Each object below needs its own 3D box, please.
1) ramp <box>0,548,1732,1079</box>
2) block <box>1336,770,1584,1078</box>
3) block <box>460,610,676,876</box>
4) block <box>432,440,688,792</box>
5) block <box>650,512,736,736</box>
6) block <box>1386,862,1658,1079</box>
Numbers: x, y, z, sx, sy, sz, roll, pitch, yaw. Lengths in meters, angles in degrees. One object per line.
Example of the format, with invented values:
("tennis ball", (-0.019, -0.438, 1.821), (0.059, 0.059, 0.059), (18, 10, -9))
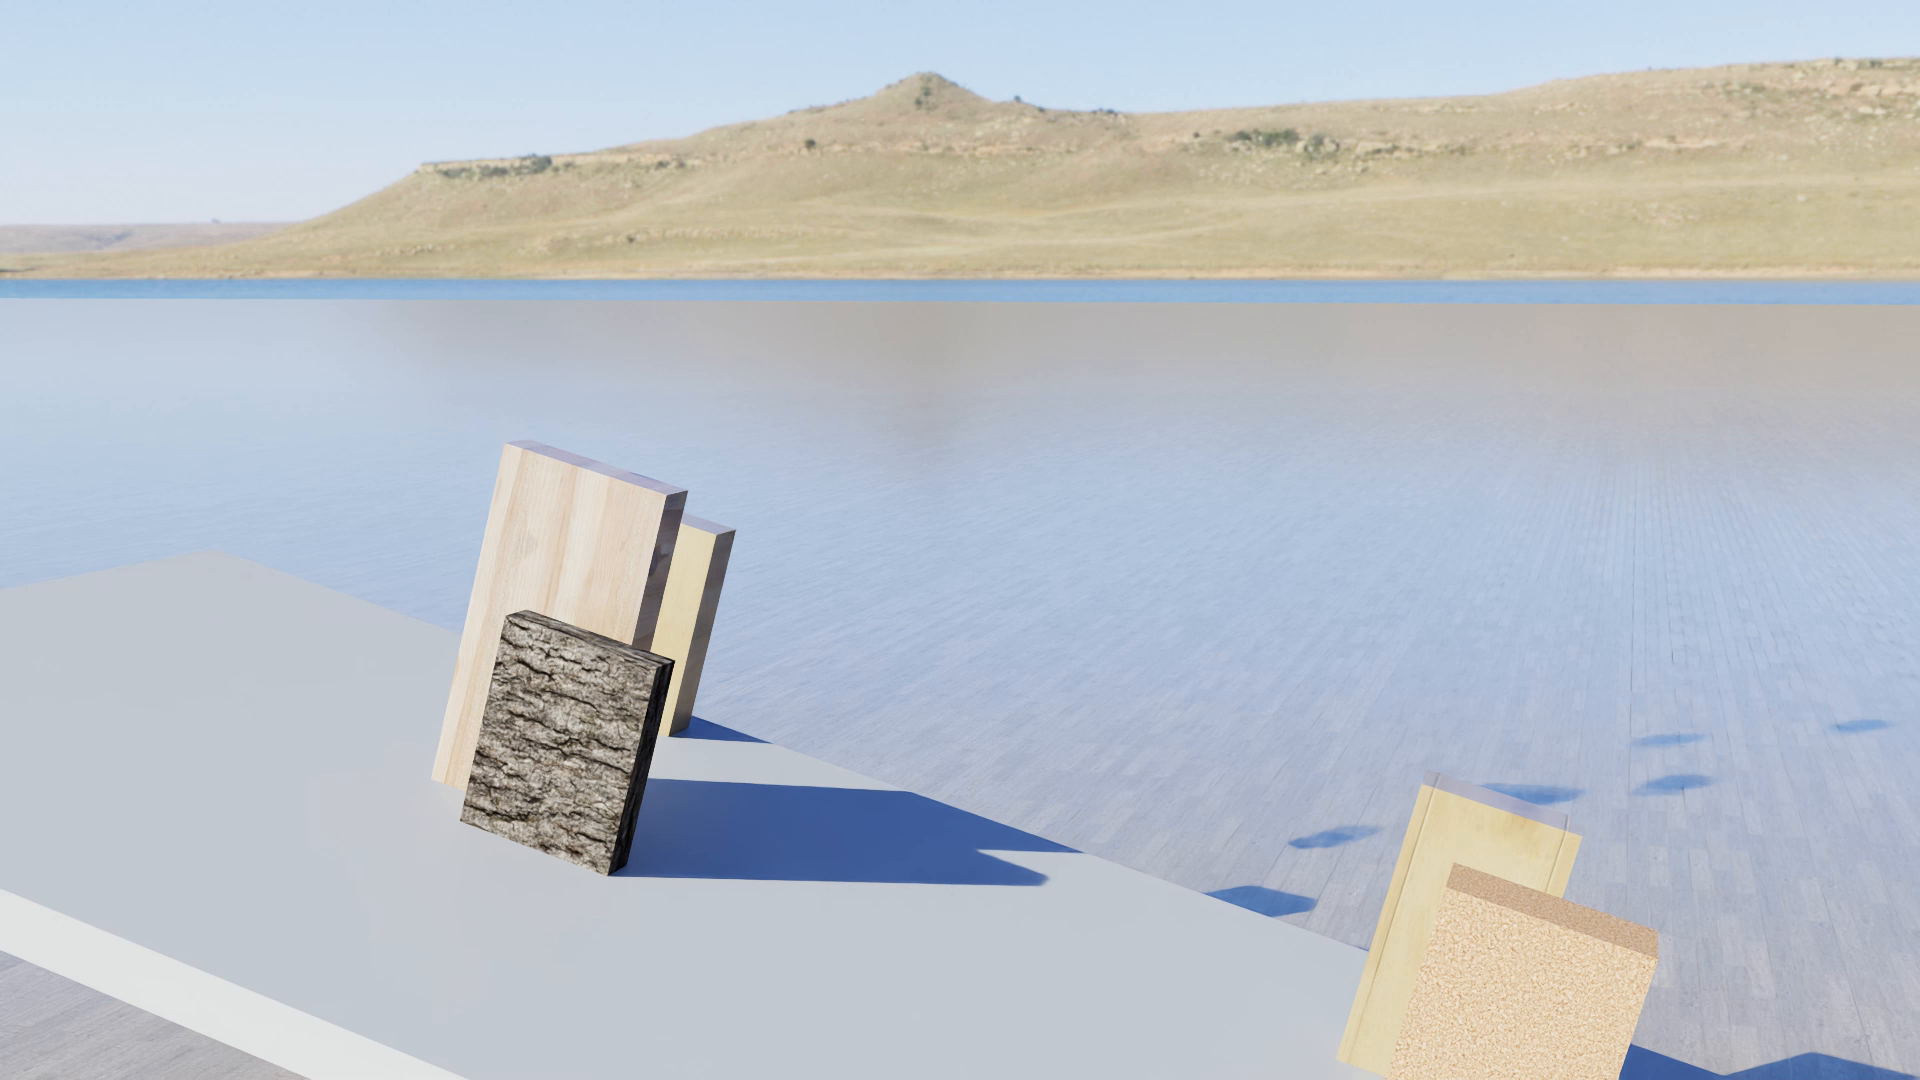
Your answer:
("ramp", (-0.386, 0.768, 4.246), (4.000, 0.100, 2.000), (18, 11, 15))
("block", (0.958, 0.769, 4.223), (0.305, 0.574, 0.129), (18, 11, 15))
("block", (-0.762, 0.390, 4.256), (0.327, 0.426, 0.085), (18, 11, 15))
("block", (-0.807, 0.194, 4.416), (0.360, 0.715, 0.103), (18, 11, 15))
("block", (-0.741, 0.174, 5.175), (0.302, 0.497, 0.116), (18, 11, 15))
("block", (0.749, 0.856, 3.170), (0.297, 0.706, 0.138), (18, 11, 15))
